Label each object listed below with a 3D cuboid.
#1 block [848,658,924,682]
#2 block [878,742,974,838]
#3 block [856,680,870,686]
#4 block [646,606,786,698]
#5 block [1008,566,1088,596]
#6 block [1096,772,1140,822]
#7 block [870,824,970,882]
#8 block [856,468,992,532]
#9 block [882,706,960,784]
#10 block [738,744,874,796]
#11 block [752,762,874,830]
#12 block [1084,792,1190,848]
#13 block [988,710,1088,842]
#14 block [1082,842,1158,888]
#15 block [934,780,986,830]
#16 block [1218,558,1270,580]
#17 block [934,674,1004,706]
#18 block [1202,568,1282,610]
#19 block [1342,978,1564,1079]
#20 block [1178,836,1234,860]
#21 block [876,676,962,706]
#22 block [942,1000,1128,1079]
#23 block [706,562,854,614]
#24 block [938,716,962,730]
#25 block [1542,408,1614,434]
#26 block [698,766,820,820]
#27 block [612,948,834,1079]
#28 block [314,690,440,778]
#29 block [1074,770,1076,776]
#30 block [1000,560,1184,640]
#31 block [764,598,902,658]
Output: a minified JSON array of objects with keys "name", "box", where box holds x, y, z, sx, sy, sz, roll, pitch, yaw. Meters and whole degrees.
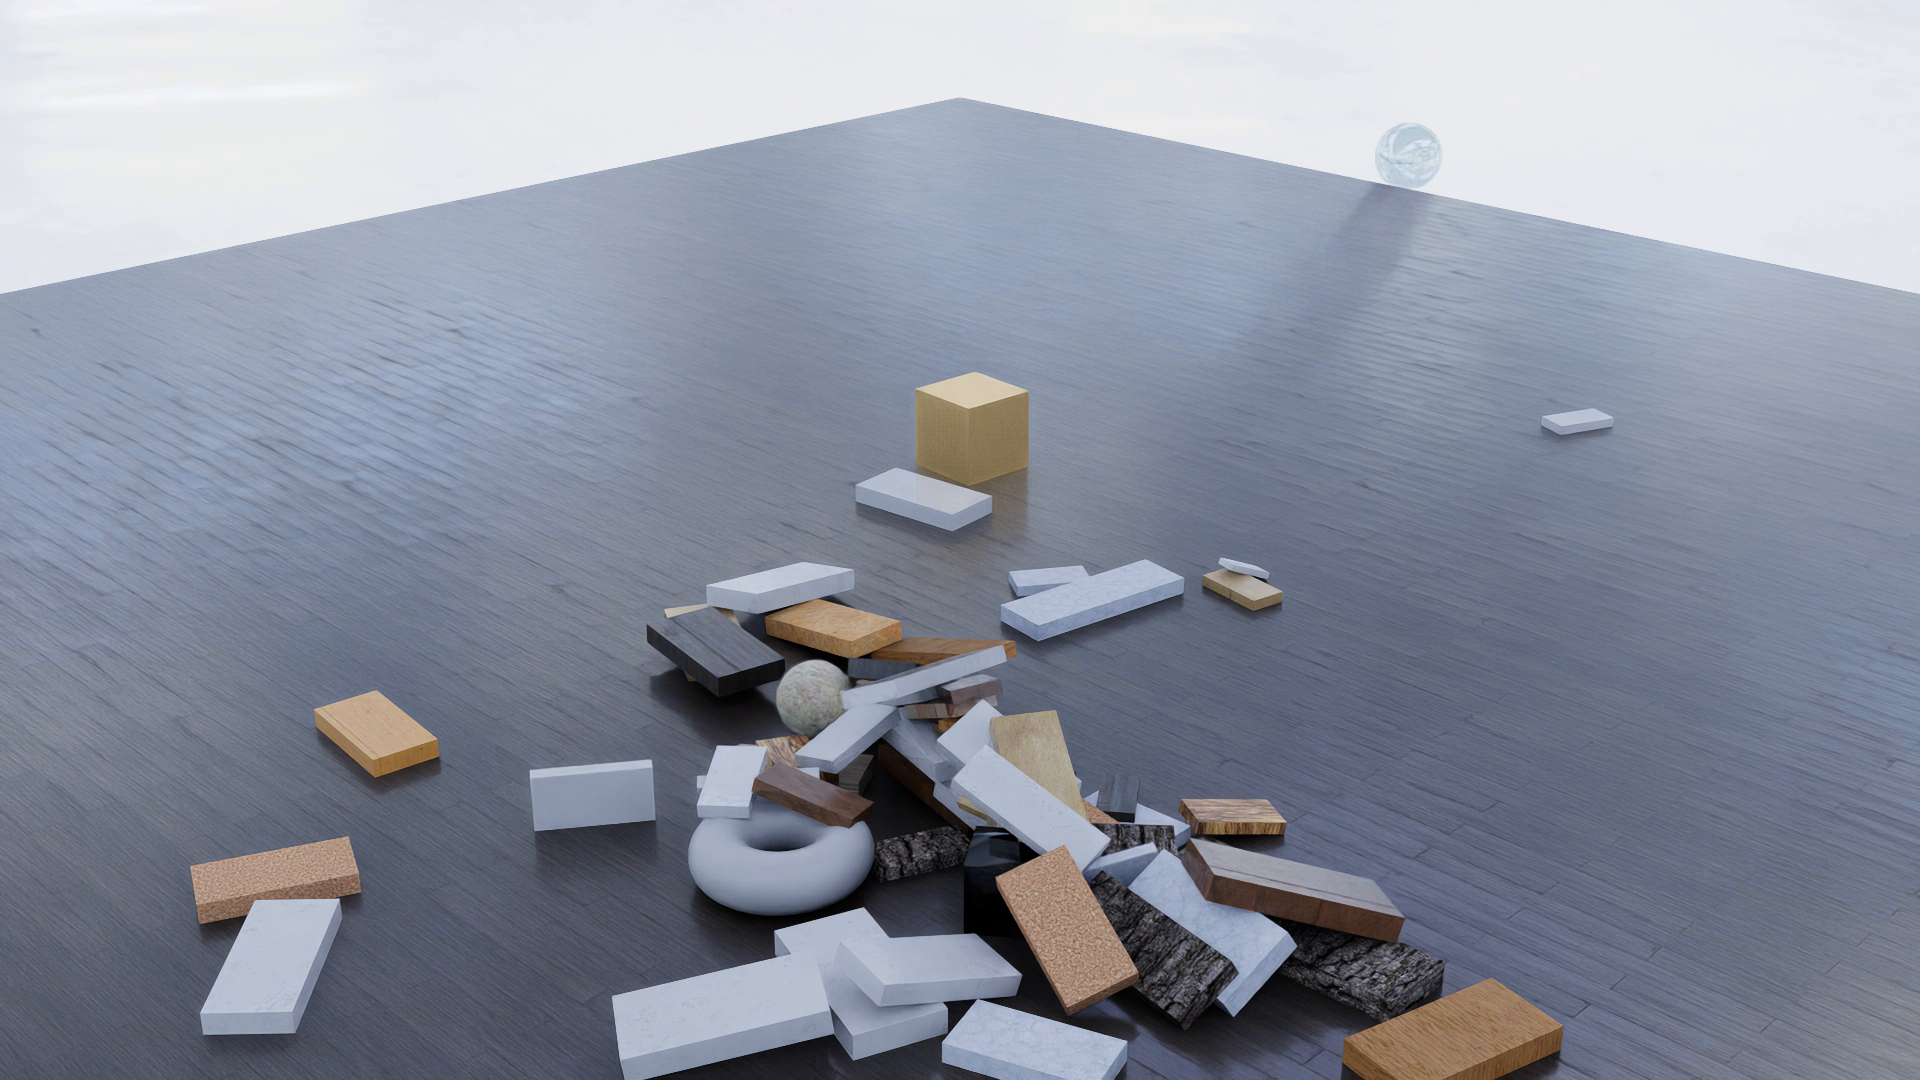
[{"name":"block","box":[-0.145,0.290,4.812,0.145,0.041,0.290,4,-5,10]},{"name":"block","box":[-0.019,0.490,4.489,0.148,0.042,0.297,-17,37,-36]},{"name":"block","box":[-0.177,0.339,4.940,0.059,0.017,0.118,-16,27,-32]},{"name":"block","box":[-0.557,0.251,4.996,0.170,0.048,0.339,-15,27,-32]},{"name":"block","box":[0.225,0.102,5.487,0.189,0.027,0.095,-5,23,-11]},{"name":"block","box":[0.318,0.518,4.430,0.078,0.022,0.157,3,23,7]},{"name":"block","box":[-0.080,0.610,4.287,0.201,0.028,0.100,-9,25,-21]},{"name":"block","box":[-0.099,-0.112,5.964,0.339,0.048,0.170,17,29,35]},{"name":"block","box":[-0.046,0.408,4.493,0.148,0.042,0.297,-11,20,-24]},{"name":"block","box":[-0.336,0.481,4.558,0.290,0.041,0.145,4,18,9]},{"name":"block","box":[-0.284,0.497,4.248,0.212,0.030,0.106,21,19,17]},{"name":"block","box":[0.335,0.567,4.384,0.225,0.032,0.113,20,30,38]},{"name":"block","box":[0.146,0.443,4.149,0.129,0.037,0.258,-5,51,-12]},{"name":"block","box":[0.281,0.632,4.106,0.186,0.093,0.026,-15,33,-7]},{"name":"block","box":[0.102,0.545,4.339,0.148,0.042,0.297,-20,43,-39]},{"name":"block","box":[0.712,0.071,5.513,0.118,0.017,0.059,13,11,-31]},{"name":"block","box":[0.017,0.301,4.426,0.102,0.029,0.204,-13,1,-9]},{"name":"block","box":[0.699,0.119,5.445,0.094,0.027,0.189,-15,27,-32]},{"name":"block","box":[0.830,0.848,3.700,0.337,0.048,0.169,-14,27,-29]},{"name":"block","box":[0.449,0.641,4.210,0.113,0.032,0.225,18,29,36]},{"name":"block","box":[-0.132,0.334,4.707,0.102,0.029,0.395,-13,-1,-30]},{"name":"block","box":[0.125,0.858,3.688,0.278,0.039,0.139,11,25,24]},{"name":"block","box":[-0.433,0.114,5.335,0.170,0.048,0.339,8,14,38]},{"name":"block","box":[0.029,0.367,4.351,0.069,0.020,0.138,-11,10,-40]},{"name":"block","box":[1.842,-0.354,6.560,0.189,0.027,0.094,-9,25,-21]},{"name":"block","box":[-0.396,0.515,4.372,0.240,0.120,0.034,-4,39,-2]},{"name":"block","box":[-0.404,0.805,3.731,0.354,0.050,0.177,-12,27,-8]},{"name":"block","box":[-1.257,0.414,4.731,0.147,0.042,0.294,-18,29,-35]},{"name":"block","box":[0.171,0.496,4.569,0.130,0.018,0.065,-17,28,-35]},{"name":"block","box":[0.326,0.144,5.370,0.461,0.041,0.145,-16,28,-33]},{"name":"block","box":[-0.298,0.206,5.165,0.156,0.044,0.311,-21,23,-40]}]
